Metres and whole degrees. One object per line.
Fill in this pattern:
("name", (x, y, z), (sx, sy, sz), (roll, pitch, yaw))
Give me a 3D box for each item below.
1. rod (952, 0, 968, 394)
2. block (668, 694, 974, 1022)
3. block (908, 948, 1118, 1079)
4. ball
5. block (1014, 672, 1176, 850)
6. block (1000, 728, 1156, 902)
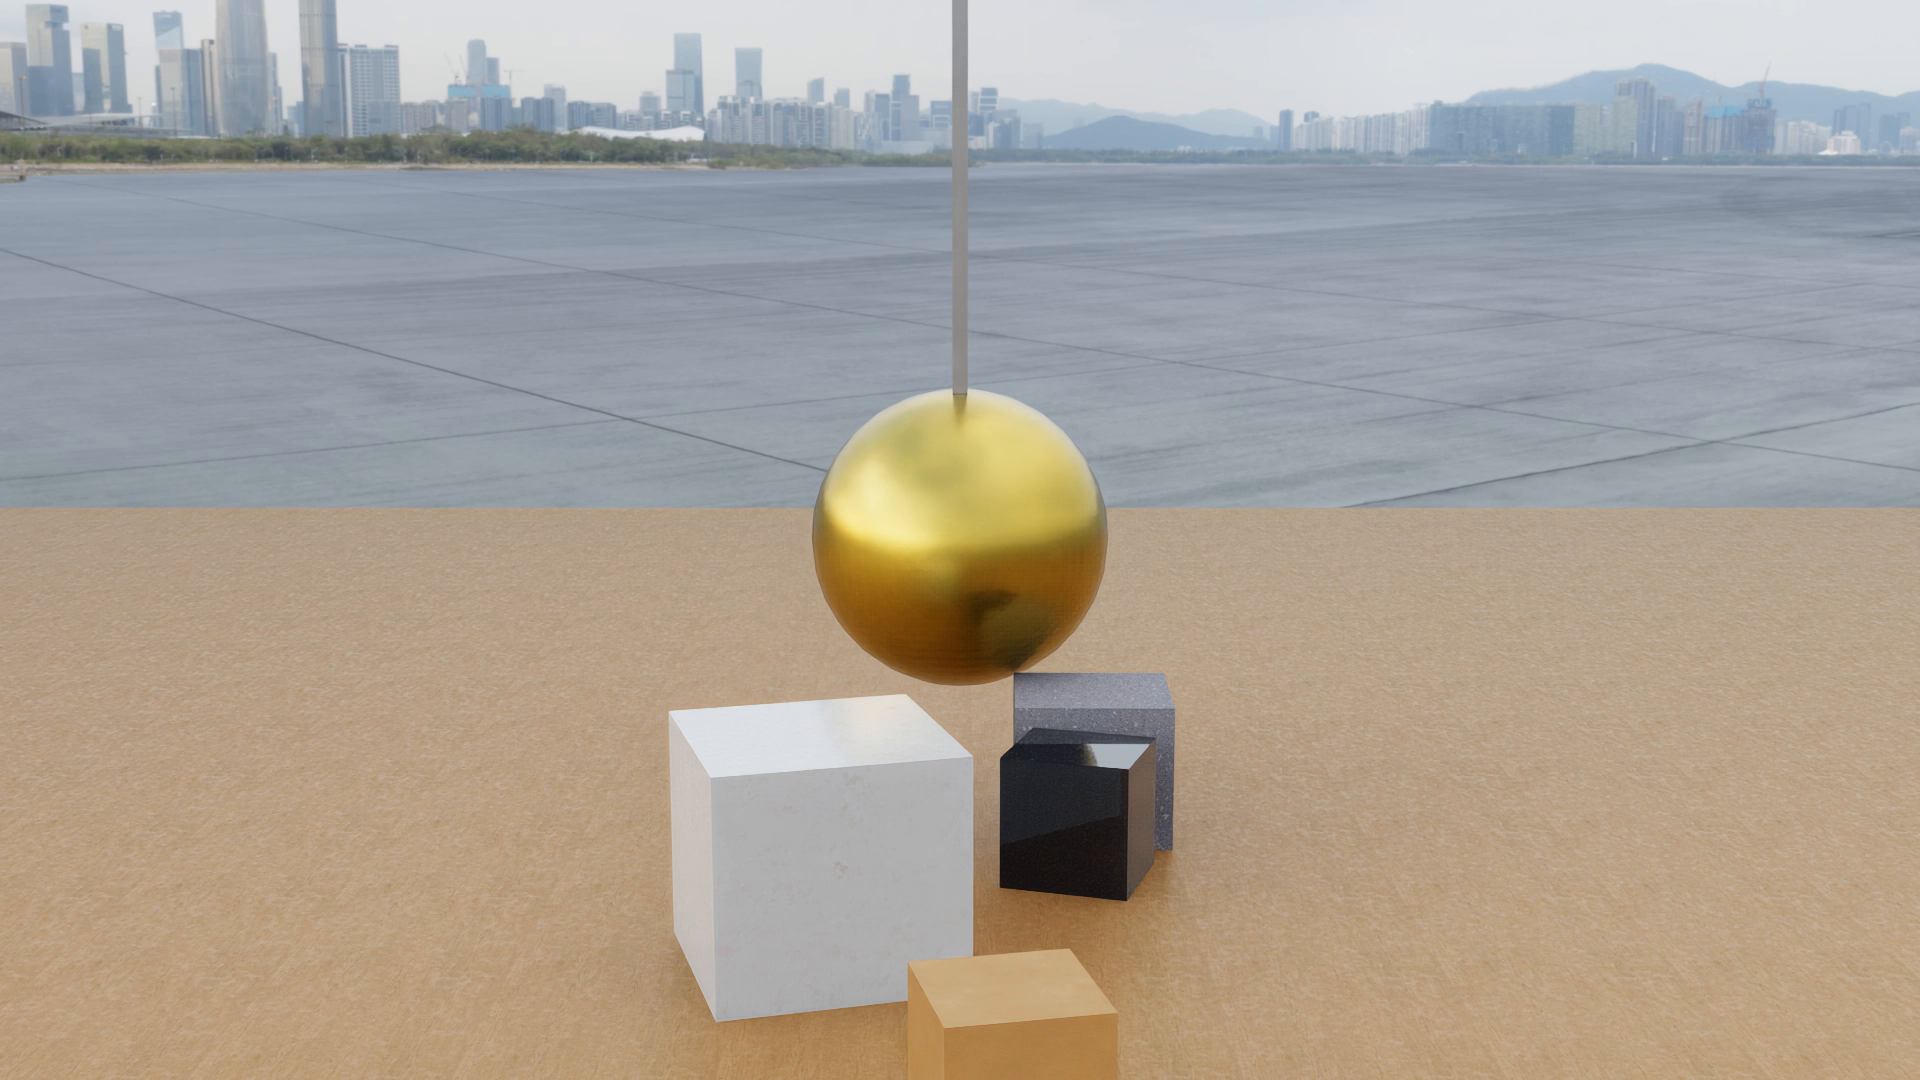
("rod", (0.000, -3.274, 10.874), (0.080, 5.200, 0.080), (0, 17, 0))
("block", (-0.615, 1.323, 9.434), (1.083, 1.022, 1.074), (-3, 11, -16))
("block", (0.170, 1.848, 7.584), (0.591, 0.651, 0.606), (-2, 11, -12))
("ball", (0.000, -0.015, 11.843), (1.600, 1.600, 1.600), (0, 10, 0))
("block", (0.675, 1.127, 11.323), (0.793, 0.731, 0.740), (0, 10, 1))
("block", (0.572, 1.308, 10.584), (0.621, 0.639, 0.577), (3, 11, 17))
